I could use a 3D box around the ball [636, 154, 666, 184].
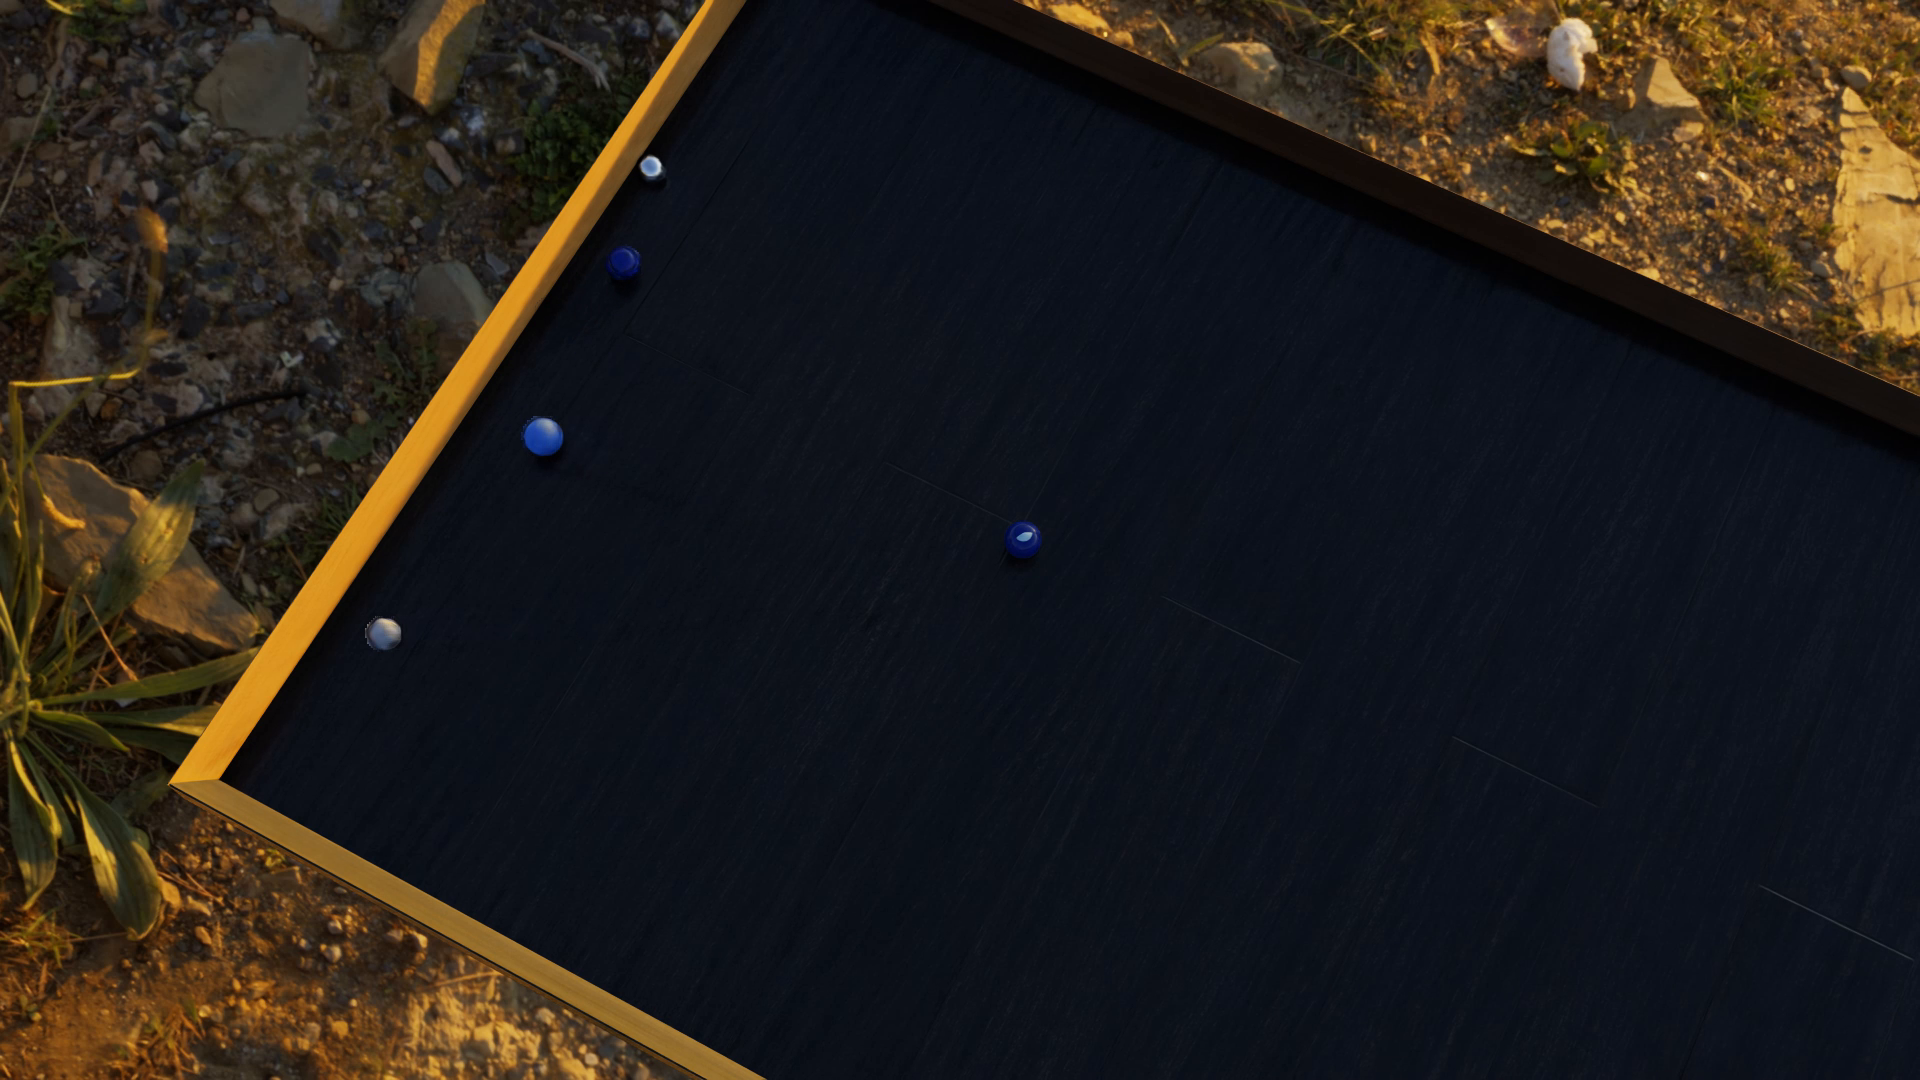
[{"bbox_3d":[-0.528,-0.635,3.764,0.052,0.052,0.052,0,68,0],"label":"ball"}]

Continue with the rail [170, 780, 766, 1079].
[{"bbox_3d":[0.337,1.101,3.036,3.425,0.082,0.045,26,70,10],"label":"rail"}]

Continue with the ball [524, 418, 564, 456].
[{"bbox_3d":[-0.675,-0.167,3.566,0.063,0.063,0.063,0,68,0],"label":"ball"}]

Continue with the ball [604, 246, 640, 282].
[{"bbox_3d":[-0.566,-0.463,3.690,0.058,0.058,0.058,0,68,0],"label":"ball"}]

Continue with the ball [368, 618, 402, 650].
[{"bbox_3d":[-0.901,0.147,3.444,0.052,0.052,0.052,0,68,0],"label":"ball"}]

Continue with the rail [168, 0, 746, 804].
[{"bbox_3d":[-0.736,-0.365,3.636,0.045,0.082,1.847,26,70,10],"label":"rail"}]

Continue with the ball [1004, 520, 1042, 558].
[{"bbox_3d":[0.100,0.000,3.499,0.061,0.061,0.061,0,68,0],"label":"ball"}]

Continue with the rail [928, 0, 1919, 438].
[{"bbox_3d":[1.177,-0.372,3.639,3.425,0.082,0.045,26,70,10],"label":"rail"}]
